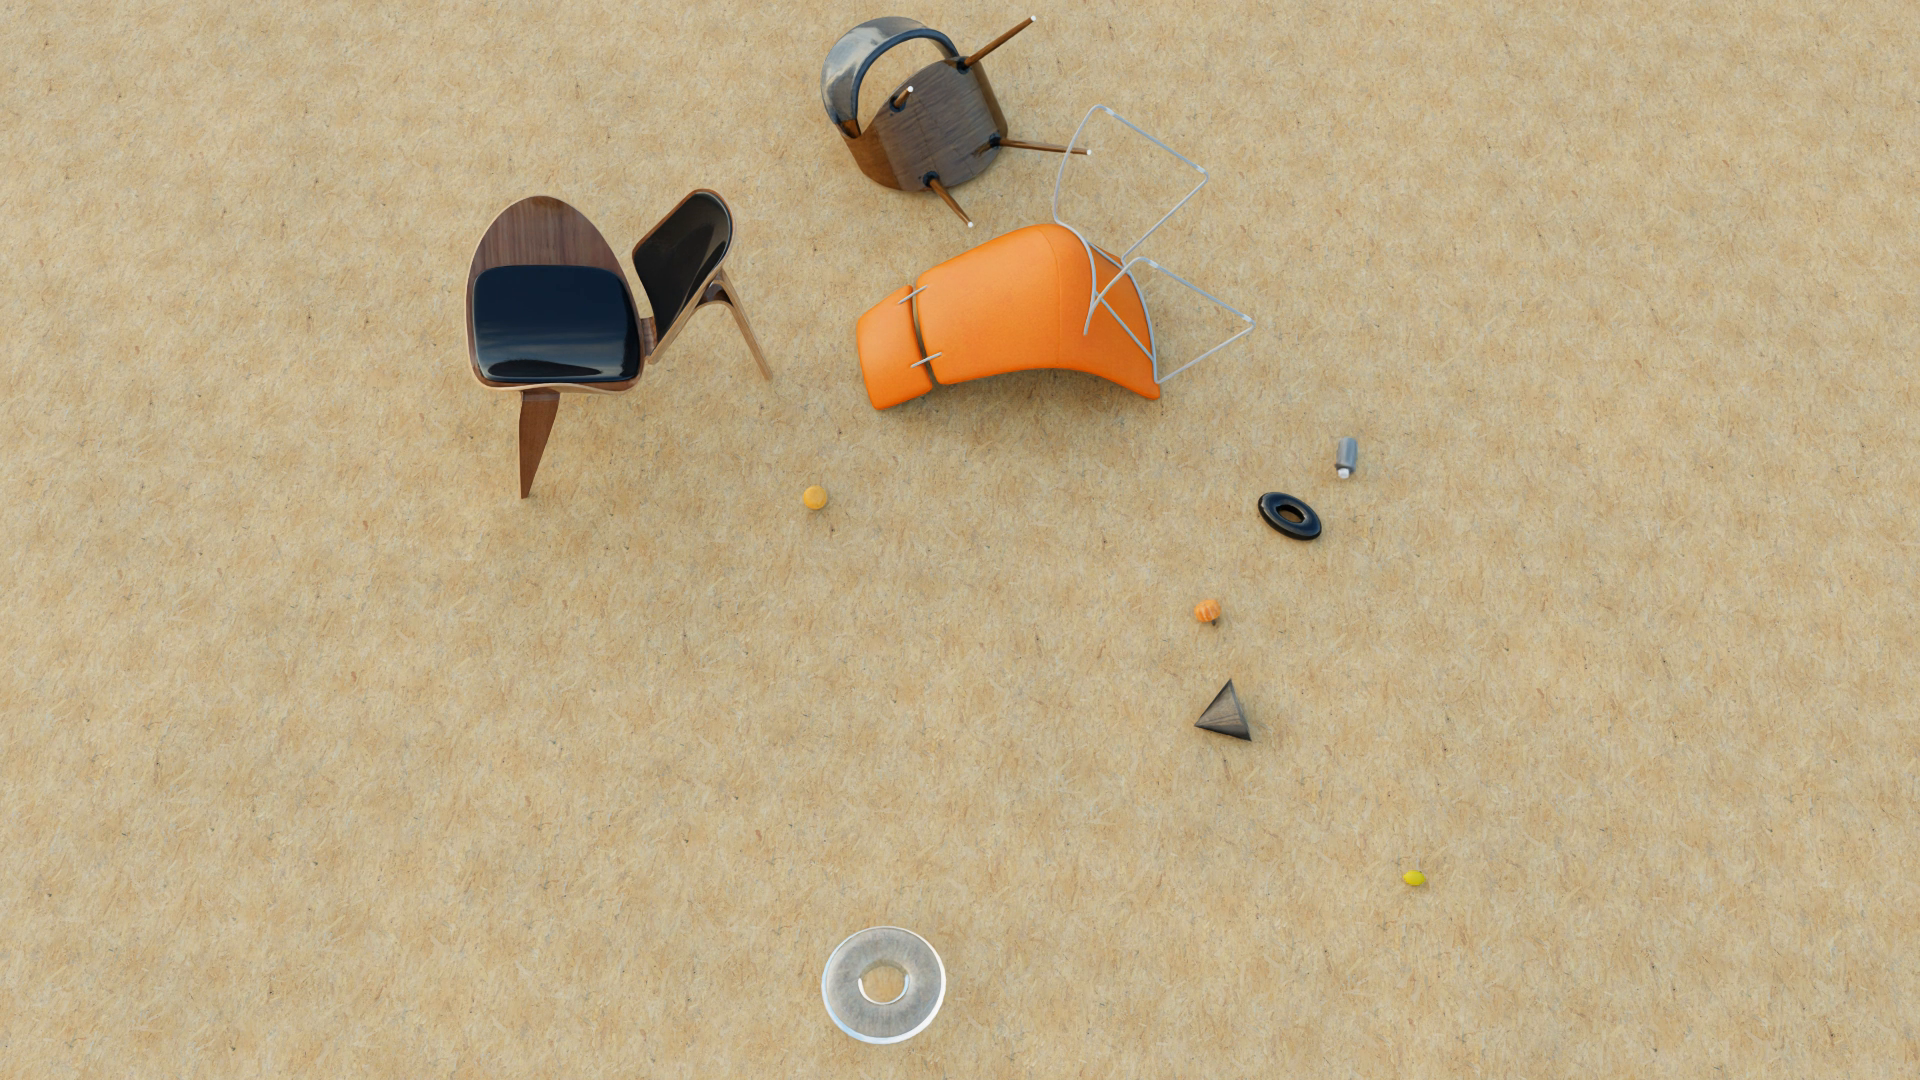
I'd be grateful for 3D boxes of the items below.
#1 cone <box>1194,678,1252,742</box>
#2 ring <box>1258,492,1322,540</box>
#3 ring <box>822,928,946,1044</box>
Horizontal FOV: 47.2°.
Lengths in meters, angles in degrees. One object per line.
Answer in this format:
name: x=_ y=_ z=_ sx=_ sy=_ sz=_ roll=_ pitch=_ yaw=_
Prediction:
cone: x=0.727 y=0.502 z=6.210 sx=0.144 sy=0.096 sz=0.206 roll=-20 pitch=58 yaw=9
ring: x=0.988 y=-0.071 z=6.588 sx=0.217 sy=0.056 sz=0.125 roll=34 pitch=64 yaw=22
ring: x=-0.199 y=1.161 z=5.746 sx=0.328 sy=0.084 sz=0.324 roll=-31 pitch=61 yaw=-20
